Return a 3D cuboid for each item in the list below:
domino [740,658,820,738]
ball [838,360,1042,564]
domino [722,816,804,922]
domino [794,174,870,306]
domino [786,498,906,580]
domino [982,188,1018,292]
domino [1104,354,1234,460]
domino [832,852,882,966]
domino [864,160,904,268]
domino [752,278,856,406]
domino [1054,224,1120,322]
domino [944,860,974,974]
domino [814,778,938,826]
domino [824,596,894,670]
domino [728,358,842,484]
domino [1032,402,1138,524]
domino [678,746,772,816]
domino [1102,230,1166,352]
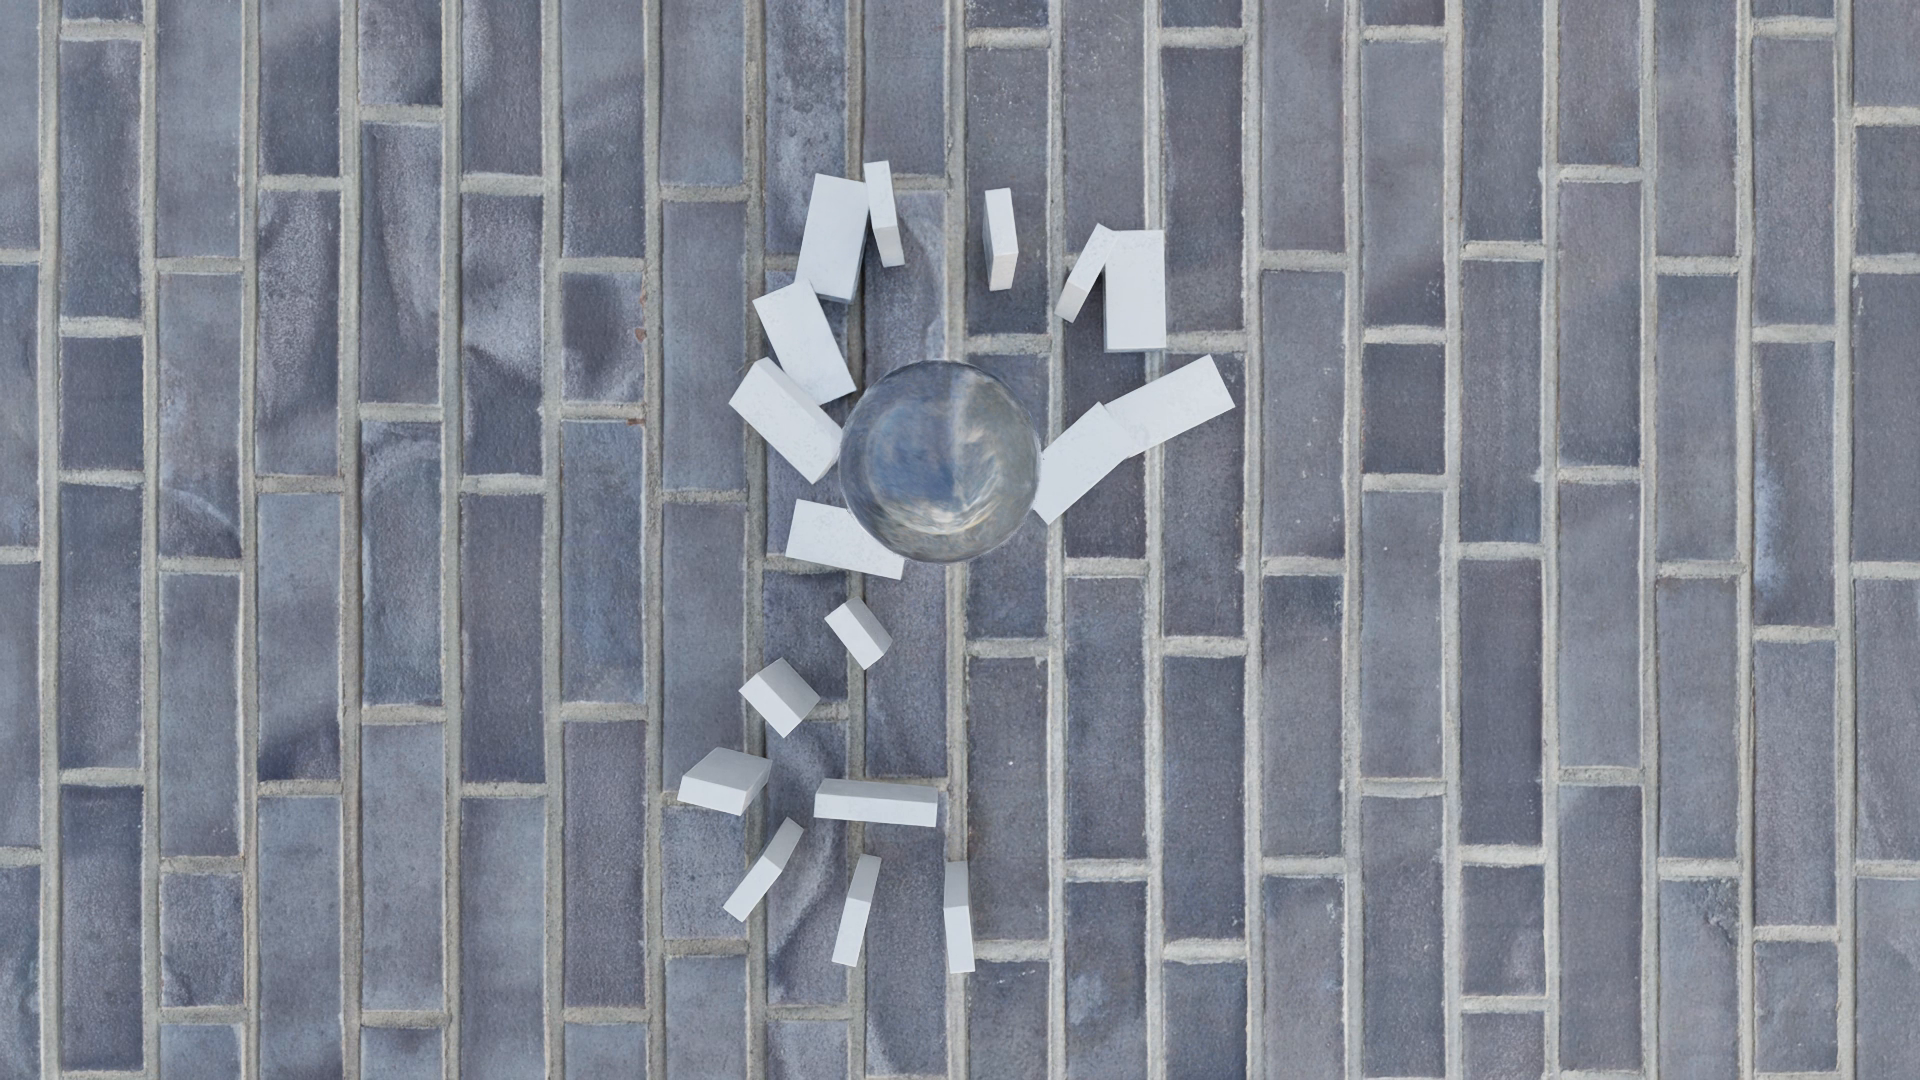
[{"bbox_3d":[-0.073,0.063,0.375,0.010,0.050,0.025,-43,90,0],"label":"domino"},{"bbox_3d":[-0.008,-0.030,0.360,0.080,0.080,0.080,0,90,0],"label":"ball"},{"bbox_3d":[-0.079,0.133,0.375,0.010,0.050,0.025,38,90,0],"label":"domino"},{"bbox_3d":[-0.054,-0.129,0.395,0.025,0.009,0.050,11,90,0],"label":"domino"},{"bbox_3d":[-0.048,0.000,0.395,0.050,0.009,0.025,12,90,0],"label":"domino"},{"bbox_3d":[0.016,-0.122,0.375,0.010,0.050,0.025,-8,90,0],"label":"domino"},{"bbox_3d":[0.089,-0.057,0.395,0.050,0.010,0.025,-26,90,0],"label":"domino"},{"bbox_3d":[-0.042,0.150,0.375,0.010,0.050,0.025,13,90,0],"label":"domino"},{"bbox_3d":[-0.030,-0.132,0.375,0.010,0.050,0.025,-8,90,0],"label":"domino"},{"bbox_3d":[-0.066,-0.083,0.390,0.025,0.009,0.050,-23,102,0],"label":"domino"},{"bbox_3d":[0.051,-0.108,0.375,0.009,0.050,0.025,28,90,0],"label":"domino"},{"bbox_3d":[0.000,0.153,0.375,0.010,0.050,0.025,-6,90,0],"label":"domino"},{"bbox_3d":[-0.035,0.111,0.388,0.050,0.025,0.010,5,90,0],"label":"domino"},{"bbox_3d":[-0.040,0.037,0.375,0.009,0.050,0.025,-38,90,0],"label":"domino"},{"bbox_3d":[-0.072,-0.050,0.389,0.050,0.010,0.025,44,124,0],"label":"domino"},{"bbox_3d":[0.048,-0.032,0.390,0.050,0.009,0.025,-42,87,11],"label":"domino"},{"bbox_3d":[-0.095,0.098,0.375,0.025,0.050,0.010,14,90,0],"label":"domino"},{"bbox_3d":[0.075,-0.107,0.395,0.025,0.009,0.050,-1,90,0],"label":"domino"}]
